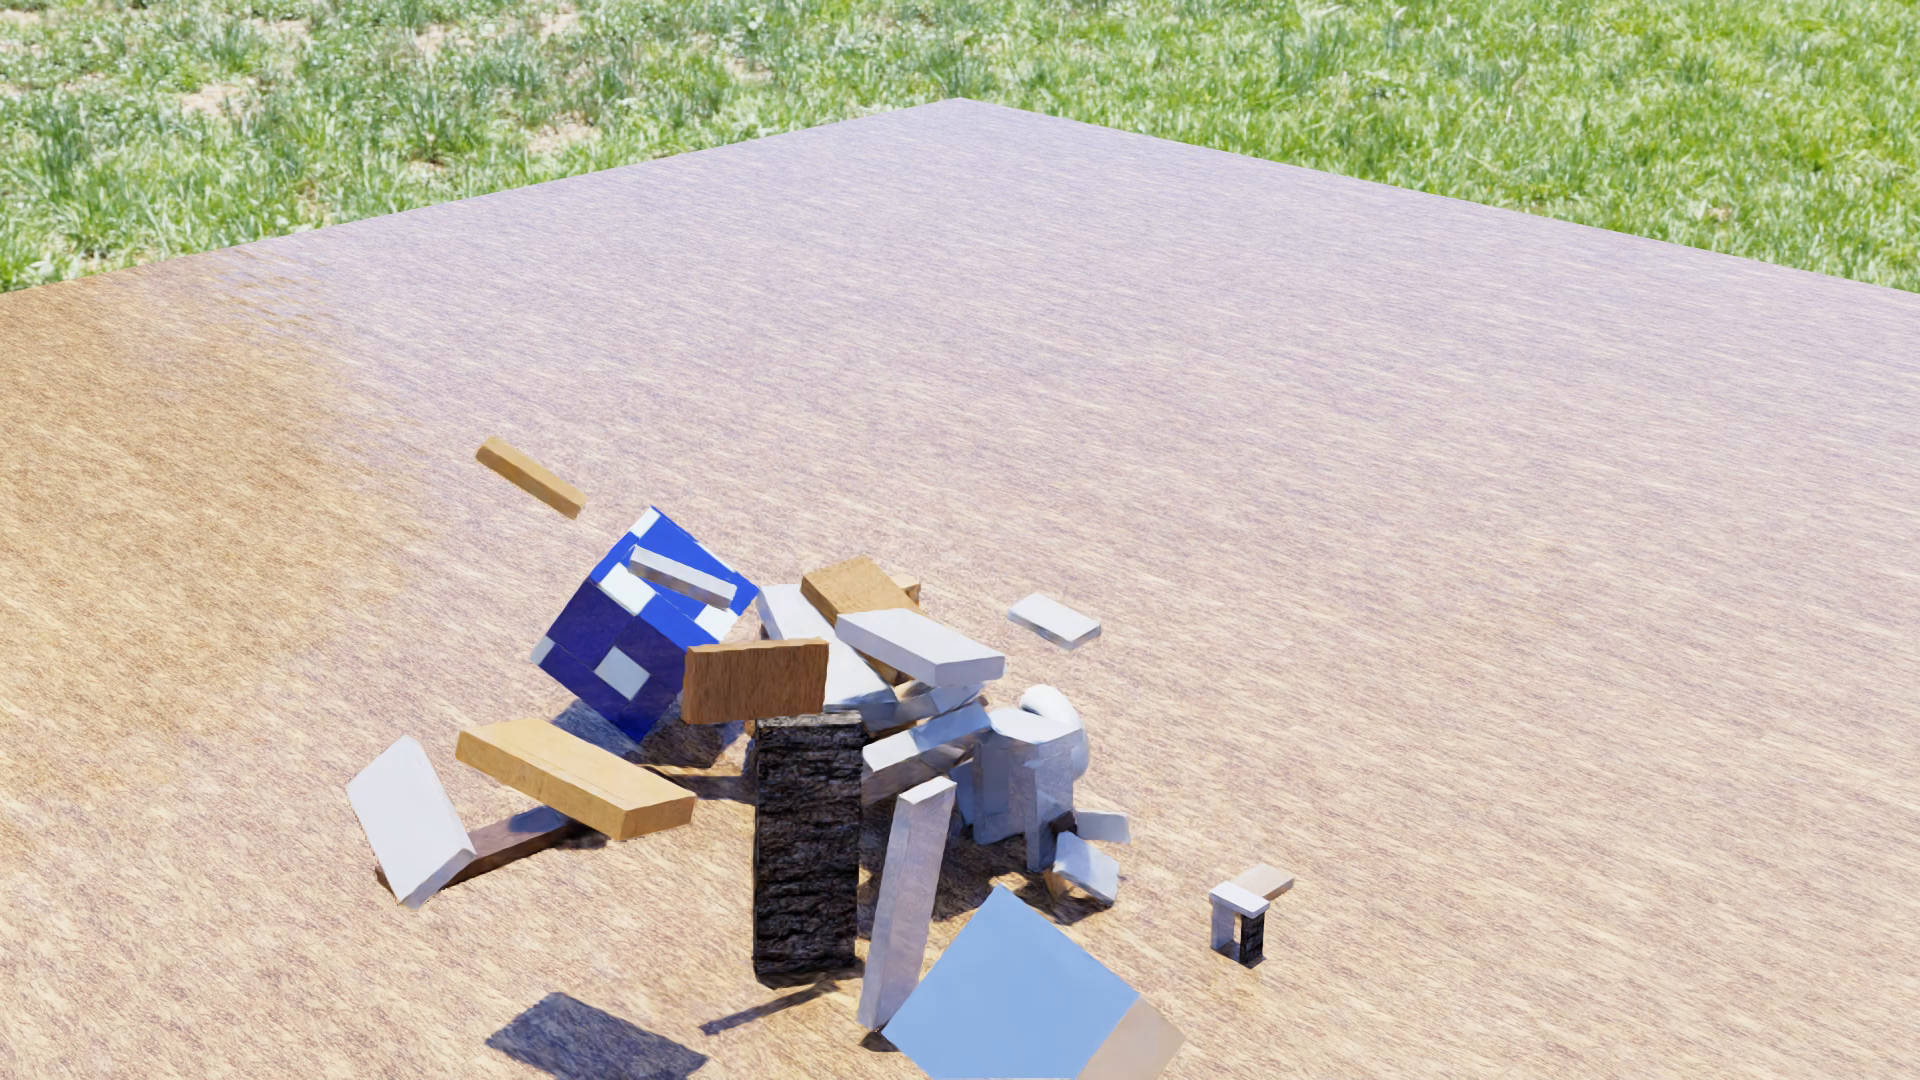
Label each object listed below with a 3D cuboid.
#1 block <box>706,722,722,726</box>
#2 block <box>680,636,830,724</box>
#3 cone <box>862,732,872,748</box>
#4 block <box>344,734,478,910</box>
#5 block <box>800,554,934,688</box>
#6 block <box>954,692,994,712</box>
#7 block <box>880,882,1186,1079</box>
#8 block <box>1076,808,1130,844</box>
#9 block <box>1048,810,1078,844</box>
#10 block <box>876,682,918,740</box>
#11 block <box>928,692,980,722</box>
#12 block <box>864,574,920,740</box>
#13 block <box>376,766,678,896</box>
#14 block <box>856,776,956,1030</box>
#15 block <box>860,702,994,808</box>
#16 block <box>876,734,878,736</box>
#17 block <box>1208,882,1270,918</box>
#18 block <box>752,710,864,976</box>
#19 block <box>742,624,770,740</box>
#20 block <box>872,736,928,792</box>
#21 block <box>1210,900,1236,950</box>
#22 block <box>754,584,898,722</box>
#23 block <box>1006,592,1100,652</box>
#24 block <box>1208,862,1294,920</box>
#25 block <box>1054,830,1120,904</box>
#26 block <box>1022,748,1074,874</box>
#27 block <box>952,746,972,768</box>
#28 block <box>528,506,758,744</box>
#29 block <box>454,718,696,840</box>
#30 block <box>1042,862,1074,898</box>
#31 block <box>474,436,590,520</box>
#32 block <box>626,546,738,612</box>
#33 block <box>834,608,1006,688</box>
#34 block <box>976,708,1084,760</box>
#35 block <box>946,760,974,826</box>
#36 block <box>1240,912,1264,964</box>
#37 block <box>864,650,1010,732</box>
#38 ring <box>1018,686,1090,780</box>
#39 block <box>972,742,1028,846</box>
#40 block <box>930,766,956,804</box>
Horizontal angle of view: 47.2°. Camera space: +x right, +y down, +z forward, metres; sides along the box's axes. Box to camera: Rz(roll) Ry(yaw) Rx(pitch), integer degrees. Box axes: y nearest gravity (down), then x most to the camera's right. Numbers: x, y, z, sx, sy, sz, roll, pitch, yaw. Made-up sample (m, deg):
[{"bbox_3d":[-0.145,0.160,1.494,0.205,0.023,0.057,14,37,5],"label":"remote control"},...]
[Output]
[{"bbox_3d":[-0.551,0.380,4.848,0.046,0.013,0.093,-11,25,-23],"label":"block"},{"bbox_3d":[-0.338,0.232,3.641,0.247,0.124,0.035,-3,17,-33],"label":"block"},{"bbox_3d":[-0.313,0.456,4.575,0.193,0.193,0.193,19,56,38],"label":"cone"},{"bbox_3d":[-0.814,0.415,3.254,0.124,0.035,0.247,-41,52,2],"label":"block"},{"bbox_3d":[-0.163,0.158,4.393,0.158,0.045,0.317,-19,48,-37],"label":"block"},{"bbox_3d":[-0.005,0.362,4.338,0.076,0.207,0.022,-25,76,-30],"label":"block"},{"bbox_3d":[0.100,0.640,2.839,0.241,0.241,0.241,35,81,31],"label":"block"},{"bbox_3d":[0.274,0.549,4.220,0.111,0.055,0.016,0,10,37],"label":"block"},{"bbox_3d":[0.211,0.585,4.245,0.016,0.111,0.055,-14,8,45],"label":"block"},{"bbox_3d":[-0.136,0.368,4.608,0.083,0.024,0.166,-3,50,-10],"label":"block"},{"bbox_3d":[-0.026,0.342,4.323,0.076,0.152,0.022,-30,78,-41],"label":"block"},{"bbox_3d":[-0.176,0.260,4.690,0.177,0.354,0.050,-20,35,-38],"label":"block"},{"bbox_3d":[-0.847,0.576,4.358,0.621,0.031,0.108,-19,26,-37],"label":"block"},{"bbox_3d":[-0.091,0.611,3.698,0.035,0.428,0.124,21,22,29],"label":"block"},{"bbox_3d":[-0.109,0.415,4.106,0.357,0.179,0.051,-16,65,-51],"label":"block"},{"bbox_3d":[-0.135,0.400,4.650,0.083,0.024,0.167,-12,69,-27],"label":"block"},{"bbox_3d":[0.503,0.648,3.960,0.100,0.014,0.050,21,31,41],"label":"block"},{"bbox_3d":[-0.269,0.534,3.859,0.179,0.487,0.051,-2,22,-14],"label":"block"},{"bbox_3d":[-0.396,0.287,4.596,0.050,0.354,0.177,26,69,11],"label":"block"},{"bbox_3d":[-0.108,0.462,4.560,0.083,0.024,0.166,-18,48,-24],"label":"block"},{"bbox_3d":[0.479,0.691,4.004,0.014,0.100,0.050,21,31,41],"label":"block"},{"bbox_3d":[-0.268,0.222,4.357,0.177,0.050,0.354,-1,40,-26],"label":"block"},{"bbox_3d":[0.169,0.147,3.971,0.079,0.022,0.158,-27,39,-37],"label":"block"},{"bbox_3d":[0.553,0.664,4.168,0.079,0.022,0.158,21,31,41],"label":"block"},{"bbox_3d":[0.237,0.612,4.111,0.022,0.158,0.079,-19,50,38],"label":"block"},{"bbox_3d":[0.173,0.519,4.250,0.032,0.224,0.112,14,26,39],"label":"block"},{"bbox_3d":[-0.029,0.423,4.420,0.059,0.017,0.119,-26,25,-33],"label":"block"},{"bbox_3d":[-0.679,0.181,4.745,0.298,0.298,0.298,39,37,-4],"label":"block"},{"bbox_3d":[-0.623,0.383,3.562,0.357,0.051,0.179,21,13,28],"label":"block"},{"bbox_3d":[0.202,0.634,4.196,0.016,0.055,0.111,-19,6,42],"label":"block"},{"bbox_3d":[-0.806,-0.117,4.142,0.217,0.031,0.108,33,8,-9],"label":"block"},{"bbox_3d":[-0.558,0.078,4.407,0.217,0.031,0.108,22,-18,-6],"label":"block"},{"bbox_3d":[-0.077,0.198,4.094,0.158,0.045,0.317,-5,17,-37],"label":"block"},{"bbox_3d":[0.120,0.371,4.228,0.112,0.032,0.224,-17,17,-36],"label":"block"},{"bbox_3d":[0.019,0.507,4.408,0.059,0.119,0.017,-19,4,-17],"label":"block"},{"bbox_3d":[0.526,0.710,3.961,0.014,0.100,0.050,21,31,41],"label":"block"},{"bbox_3d":[-0.058,0.303,4.336,0.158,0.045,0.531,-31,1,-19],"label":"block"},{"bbox_3d":[0.187,0.385,4.375,0.068,0.205,0.205,-23,30,-22],"label":"ring"},{"bbox_3d":[0.080,0.483,4.334,0.112,0.224,0.032,-16,26,-32],"label":"block"},{"bbox_3d":[-0.038,0.485,4.458,0.017,0.119,0.059,3,25,45],"label":"block"}]
